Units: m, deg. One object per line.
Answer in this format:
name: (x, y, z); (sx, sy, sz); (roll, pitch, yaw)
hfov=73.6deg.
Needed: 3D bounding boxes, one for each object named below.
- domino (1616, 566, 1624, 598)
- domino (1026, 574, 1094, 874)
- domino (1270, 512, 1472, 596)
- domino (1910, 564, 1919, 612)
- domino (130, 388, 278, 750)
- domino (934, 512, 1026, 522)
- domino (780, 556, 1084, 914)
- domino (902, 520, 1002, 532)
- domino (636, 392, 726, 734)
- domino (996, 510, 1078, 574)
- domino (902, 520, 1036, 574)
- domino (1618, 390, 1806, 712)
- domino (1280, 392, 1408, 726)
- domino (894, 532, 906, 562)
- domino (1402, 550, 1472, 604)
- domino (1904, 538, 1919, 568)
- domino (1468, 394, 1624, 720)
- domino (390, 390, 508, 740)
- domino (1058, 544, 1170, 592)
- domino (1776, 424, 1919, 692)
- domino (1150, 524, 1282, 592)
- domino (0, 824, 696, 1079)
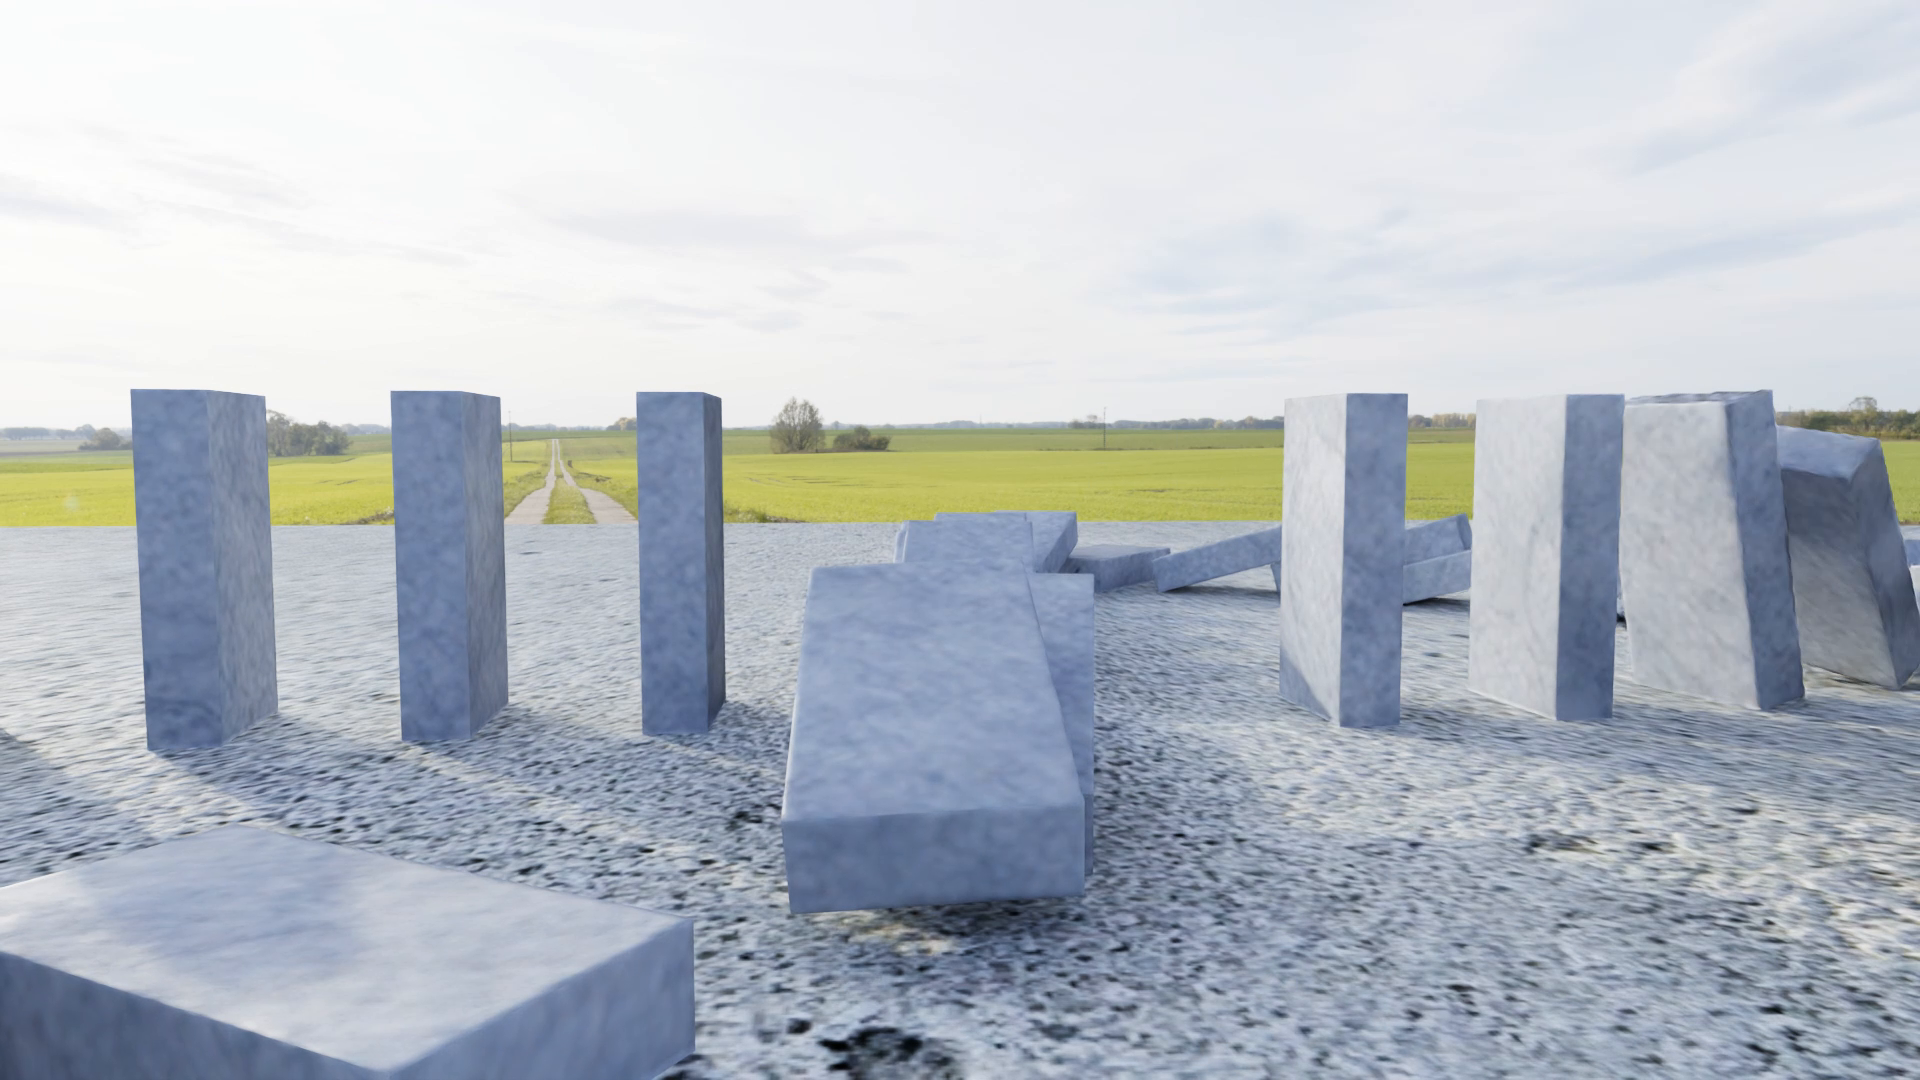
domino: (0.162, 0.008, 0.305); (0.025, 0.009, 0.050); (-4, -12, -40)
domino: (0.003, 0.019, 0.149); (0.025, 0.010, 0.050); (0, 24, 6)
domino: (0.114, 0.004, 0.355); (0.050, 0.009, 0.025); (-17, -4, 28)
domino: (0.175, 0.013, 0.235); (0.025, 0.009, 0.050); (1, -13, -7)
domino: (-0.111, 0.003, 0.190); (0.009, 0.050, 0.025); (-1, 4, -12)
domino: (0.003, 0.006, 0.332); (0.025, 0.009, 0.050); (0, 21, 7)
domino: (-0.004, 0.017, 0.130); (0.025, 0.010, 0.050); (-3, 23, -2)
domino: (-0.002, 0.009, 0.298); (0.025, 0.010, 0.050); (0, 21, 0)
domino: (-0.043, 0.003, 0.199); (0.009, 0.050, 0.025); (0, 4, -4)
domino: (0.016, 0.004, 0.365); (0.025, 0.010, 0.050); (1, 20, 17)
domino: (0.001, 0.011, 0.237); (0.025, 0.009, 0.050); (1, 25, 1)
domino: (0.123, 0.001, 0.214); (0.009, 0.050, 0.025); (-14, 8, -17)
domino: (0.060, 0.002, 0.204); (0.009, 0.050, 0.025); (-1, 4, -7)
domino: (-0.001, 0.011, 0.264); (0.025, 0.009, 0.050); (0, 21, -1)
domino: (0.140, 0.006, 0.332); (0.050, 0.009, 0.025); (-18, -8, 39)
domino: (0.176, 0.010, 0.273); (0.025, 0.009, 0.050); (-2, -12, -29)
domino: (0.095, 0.002, 0.209); (0.009, 0.050, 0.025); (-1, 4, -9)
domino: (-0.077, 0.003, 0.195); (0.009, 0.050, 0.025); (-1, 4, -7)
domino: (0.043, 0.008, 0.395); (0.025, 0.009, 0.050); (3, 5, 33)
domino: (0.146, 0.002, 0.220); (0.009, 0.050, 0.025); (-44, 30, -13)
domino: (0.083, 0.003, 0.369); (0.050, 0.010, 0.025); (-16, -2, 23)
domino: (-0.047, 0.031, 0.090); (0.050, 0.009, 0.025); (2, 5, 27)
